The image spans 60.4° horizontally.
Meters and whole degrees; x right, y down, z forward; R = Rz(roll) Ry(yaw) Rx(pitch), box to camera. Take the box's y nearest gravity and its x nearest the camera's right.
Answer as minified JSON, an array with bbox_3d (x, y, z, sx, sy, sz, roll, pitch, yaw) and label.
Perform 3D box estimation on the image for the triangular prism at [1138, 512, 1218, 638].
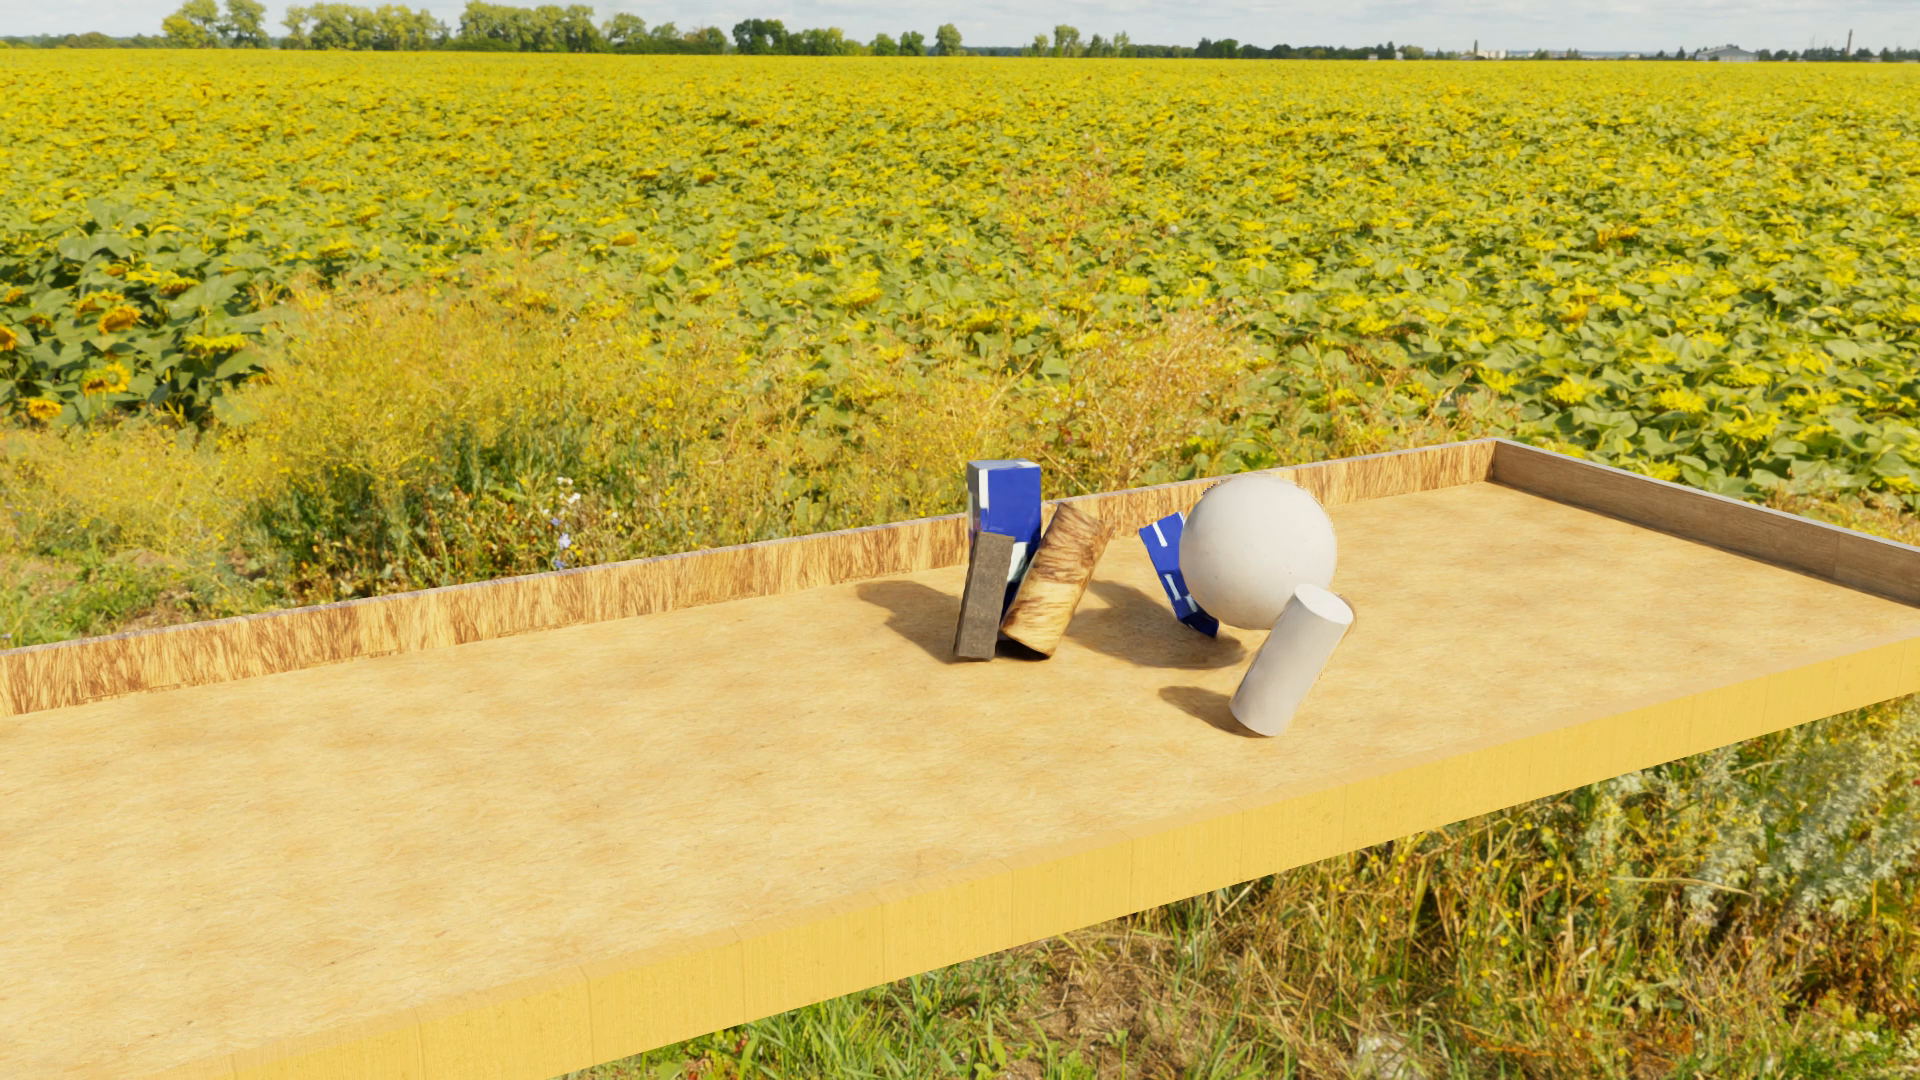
[{"bbox_3d":[0.631,0.079,4.549,0.132,0.114,0.395,25,28,-29],"label":"triangular prism"}]

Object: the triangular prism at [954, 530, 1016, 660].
[{"bbox_3d":[0.040,0.138,4.285,0.116,0.323,0.100,10,0,-34],"label":"triangular prism"}]

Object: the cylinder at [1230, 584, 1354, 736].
[{"bbox_3d":[0.755,0.277,3.772,0.145,0.332,0.145,19,28,-10],"label":"cylinder"}]

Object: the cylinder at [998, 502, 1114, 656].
[{"bbox_3d":[0.251,0.101,4.299,0.160,0.371,0.160,26,2,-1],"label":"cylinder"}]

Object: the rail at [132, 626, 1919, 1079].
[{"bbox_3d":[-2.336,1.006,1.665,12.000,0.150,0.050,-9,18,-27],"label":"rail"}]

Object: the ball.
[{"bbox_3d":[0.744,0.033,4.138,0.390,0.390,0.390,0,16,0],"label":"ball"}]

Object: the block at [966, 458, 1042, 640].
[{"bbox_3d":[0.119,0.024,4.429,0.164,0.460,0.164,-3,10,-12],"label":"block"}]

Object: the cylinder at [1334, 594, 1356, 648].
[{"bbox_3d":[0.933,0.243,4.308,0.124,0.124,0.314,8,18,26],"label":"cylinder"}]

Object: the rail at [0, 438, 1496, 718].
[{"bbox_3d":[-3.305,0.497,3.399,12.000,0.150,0.050,-9,18,-27],"label":"rail"}]

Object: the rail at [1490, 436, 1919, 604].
[{"bbox_3d":[2.466,-0.048,5.253,0.050,0.150,2.100,-9,18,-27],"label":"rail"}]
